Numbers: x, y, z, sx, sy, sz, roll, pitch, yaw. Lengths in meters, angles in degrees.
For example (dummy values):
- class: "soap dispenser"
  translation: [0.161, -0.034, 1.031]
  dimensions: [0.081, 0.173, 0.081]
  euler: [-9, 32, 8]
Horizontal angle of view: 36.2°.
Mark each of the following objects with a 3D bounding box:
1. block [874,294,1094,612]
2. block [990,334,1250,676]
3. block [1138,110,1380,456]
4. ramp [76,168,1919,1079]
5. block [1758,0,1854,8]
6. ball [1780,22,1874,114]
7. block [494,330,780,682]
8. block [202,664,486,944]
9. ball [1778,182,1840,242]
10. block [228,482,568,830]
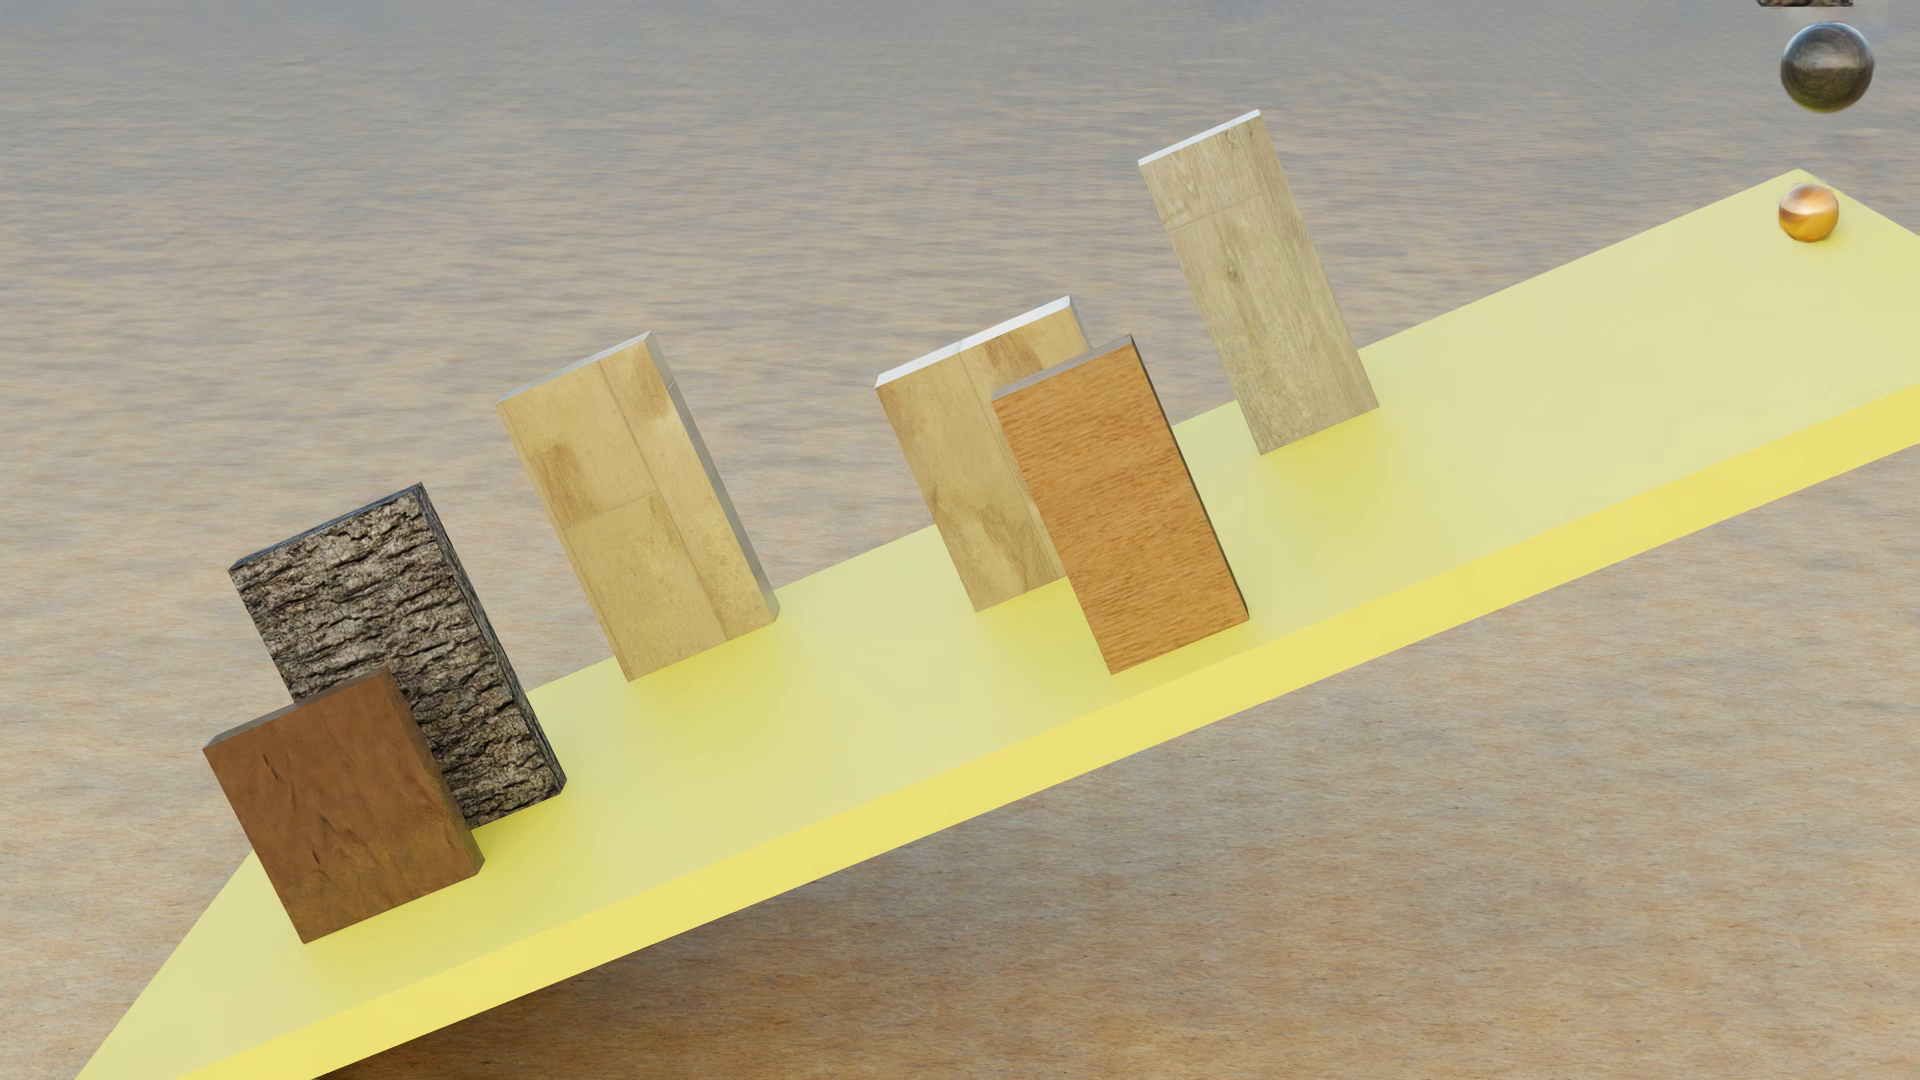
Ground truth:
- class: "block"
  translation: [0.134, -0.182, 6.267]
  dimensions: [0.444, 0.534, 0.136]
  euler: [-22, 13, 8]
- class: "block"
  translation: [0.296, -0.064, 5.414]
  dimensions: [0.276, 0.562, 0.096]
  euler: [-22, 13, 8]
- class: "block"
  translation: [0.661, -0.566, 6.494]
  dimensions: [0.283, 0.700, 0.107]
  euler: [-22, 13, 8]
- class: "ramp"
  translation: [0.130, 0.171, 6.286]
  dimensions: [4.000, 0.100, 2.000]
  euler: [-22, 13, 8]
- class: "block"
  translation: [1.771, -1.242, 6.178]
  dimensions: [0.190, 0.190, 0.190]
  euler: [1, 28, 3]
- class: "ball"
  translation: [1.657, -0.903, 5.623]
  dimensions: [0.173, 0.173, 0.173]
  euler: [0, 15, 0]
- class: "block"
  translation: [-0.763, -0.078, 7.013]
  dimensions: [0.390, 0.741, 0.130]
  euler: [-22, 13, 8]
- class: "block"
  translation: [-1.258, 0.543, 6.019]
  dimensions: [0.402, 0.460, 0.082]
  euler: [-22, 13, 8]
- class: "ball"
  translation: [1.803, -0.696, 6.247]
  dimensions: [0.127, 0.127, 0.127]
  euler: [0, 15, 0]
- class: "block"
  translation: [-1.205, 0.294, 6.329]
  dimensions: [0.439, 0.727, 0.095]
  euler: [-22, 13, 8]
